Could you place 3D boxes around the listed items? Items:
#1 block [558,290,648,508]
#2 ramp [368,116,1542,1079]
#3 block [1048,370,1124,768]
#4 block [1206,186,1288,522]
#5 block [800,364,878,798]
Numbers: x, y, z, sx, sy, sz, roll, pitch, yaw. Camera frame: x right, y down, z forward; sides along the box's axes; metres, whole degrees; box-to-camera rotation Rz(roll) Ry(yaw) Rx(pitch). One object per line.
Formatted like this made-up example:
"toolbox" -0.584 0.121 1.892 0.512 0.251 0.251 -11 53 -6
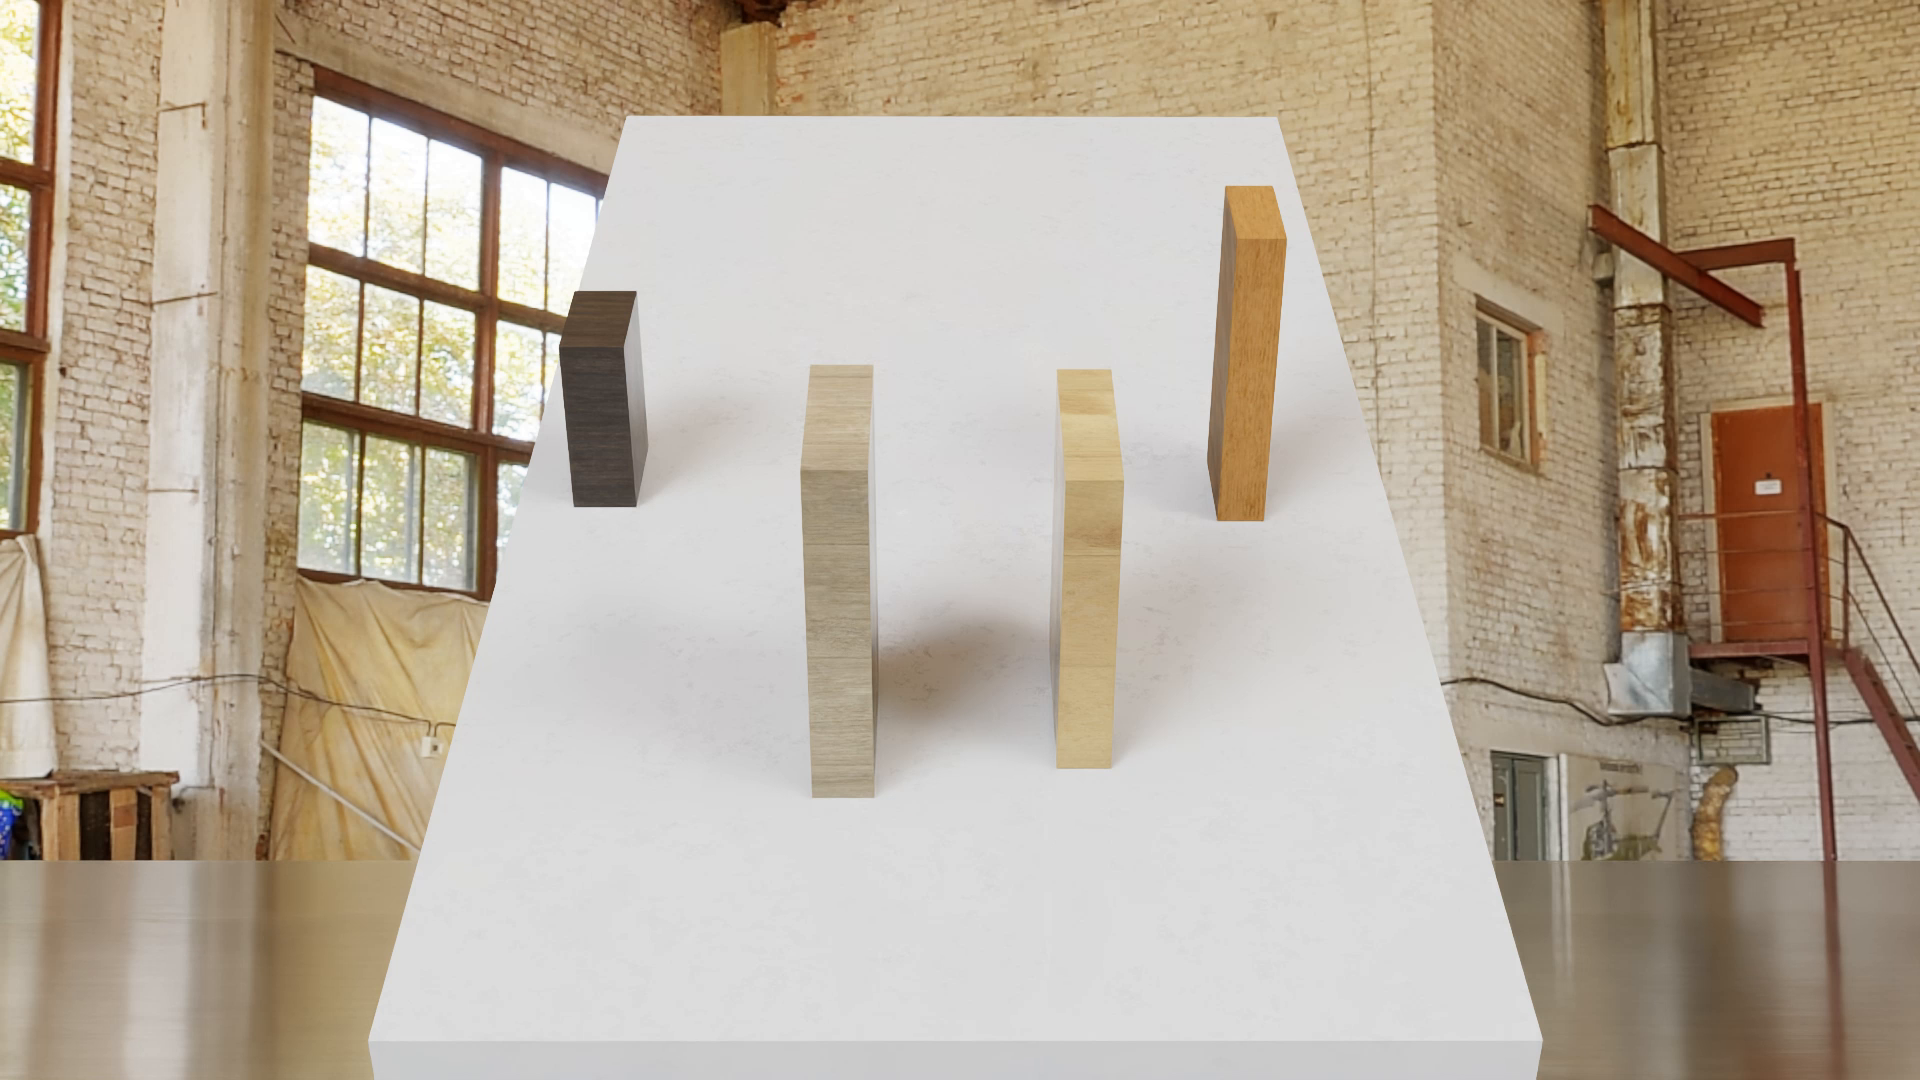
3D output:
"block" -0.813 -0.323 5.625 0.143 0.415 0.274 0 33 0
"ramp" -0.015 -0.183 5.889 2.000 0.100 4.000 0 33 0
"block" 0.243 0.057 4.809 0.107 0.661 0.420 0 33 0
"block" 0.639 -0.413 5.504 0.106 0.707 0.271 0 33 0
"block" -0.225 0.082 4.696 0.120 0.737 0.390 0 33 0
